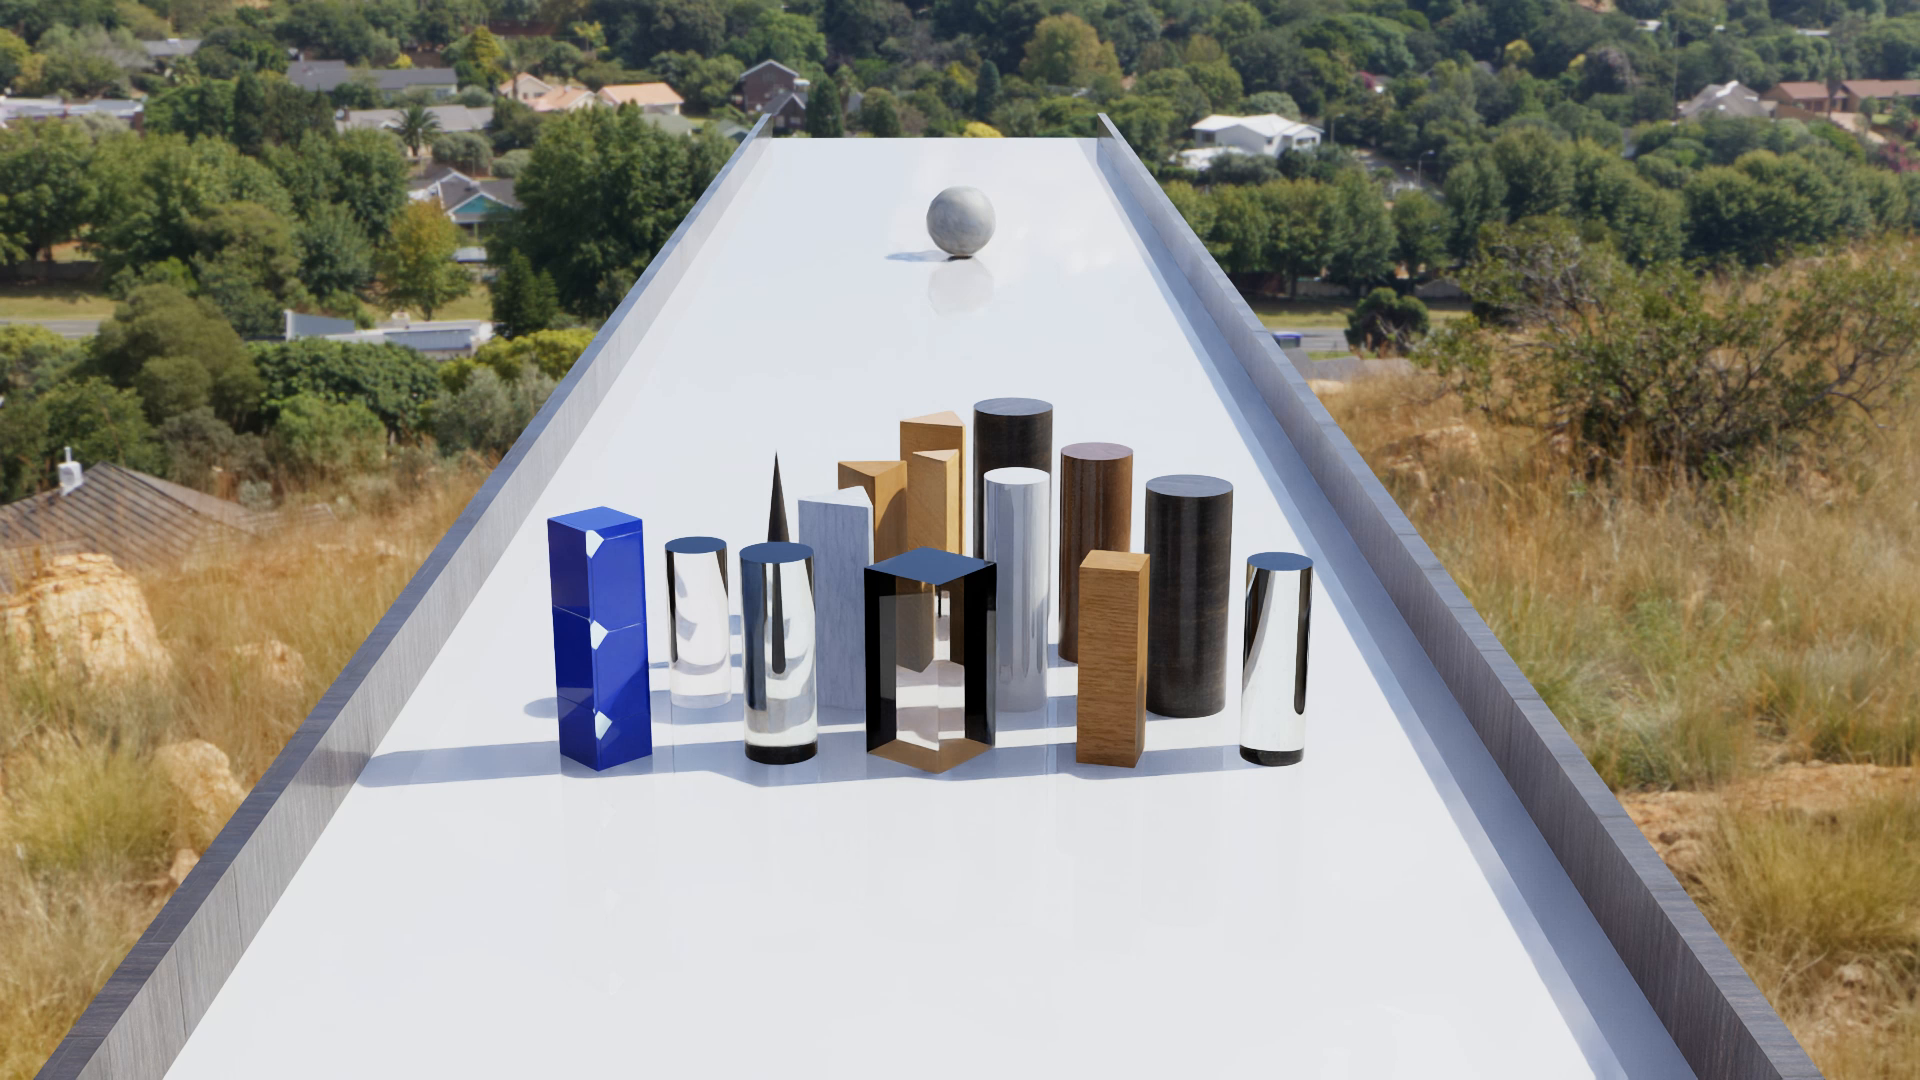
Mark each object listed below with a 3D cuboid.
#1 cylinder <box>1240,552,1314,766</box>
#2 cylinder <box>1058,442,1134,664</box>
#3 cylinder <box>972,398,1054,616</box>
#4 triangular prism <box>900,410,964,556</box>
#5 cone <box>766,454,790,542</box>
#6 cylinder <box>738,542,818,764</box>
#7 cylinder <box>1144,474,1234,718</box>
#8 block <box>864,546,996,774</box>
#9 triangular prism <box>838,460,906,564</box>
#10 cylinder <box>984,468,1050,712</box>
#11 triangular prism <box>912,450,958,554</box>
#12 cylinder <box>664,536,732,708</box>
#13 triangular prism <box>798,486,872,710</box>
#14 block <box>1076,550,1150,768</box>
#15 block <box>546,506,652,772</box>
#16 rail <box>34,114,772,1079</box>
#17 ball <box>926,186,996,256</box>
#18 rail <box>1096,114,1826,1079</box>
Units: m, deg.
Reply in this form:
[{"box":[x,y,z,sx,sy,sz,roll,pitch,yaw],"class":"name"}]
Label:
[{"box":[0.558,0.210,3.885,0.116,0.362,0.116,0,17,0],"class":"cylinder"},{"box":[0.270,0.027,4.396,0.144,0.422,0.144,0,17,0],"class":"cylinder"},{"box":[0.111,-0.061,4.639,0.167,0.453,0.167,0,17,0],"class":"cylinder"},{"box":[-0.041,-0.095,4.901,0.150,0.368,0.130,5,17,18],"class":"triangular prism"},{"box":[-0.360,0.028,4.367,0.103,0.437,0.103,0,17,0],"class":"cone"},{"box":[-0.321,0.200,3.899,0.132,0.373,0.132,0,17,0],"class":"cylinder"},{"box":[0.424,0.105,4.123,0.162,0.429,0.162,0,17,0],"class":"cylinder"},{"box":[-0.052,0.211,3.908,0.166,0.348,0.166,13,21,36],"class":"block"},{"box":[-0.166,-0.001,4.656,0.123,0.327,0.143,-10,20,-31],"class":"triangular prism"},{"box":[0.105,0.094,4.129,0.122,0.445,0.122,0,17,0],"class":"cylinder"},{"box":[-0.033,0.028,4.404,0.080,0.416,0.093,-16,23,-42],"class":"triangular prism"},{"box":[-0.496,0.156,4.166,0.117,0.306,0.117,0,17,0],"class":"cylinder"},{"box":[-0.210,0.107,4.163,0.147,0.401,0.128,6,18,20],"class":"triangular prism"},{"box":[0.270,0.210,3.884,0.105,0.364,0.105,4,17,14],"class":"block"},{"box":[-0.634,0.173,3.877,0.118,0.438,0.118,-15,22,-42],"class":"block"},{"box":[-1.118,-0.838,7.780,0.050,0.150,12.000,0,17,-1],"class":"rail"},{"box":[0.005,-1.337,9.209,0.294,0.294,0.294,0,17,0],"class":"ball"},{"box":[0.932,-0.844,7.801,0.050,0.150,12.000,0,17,-1],"class":"rail"}]
